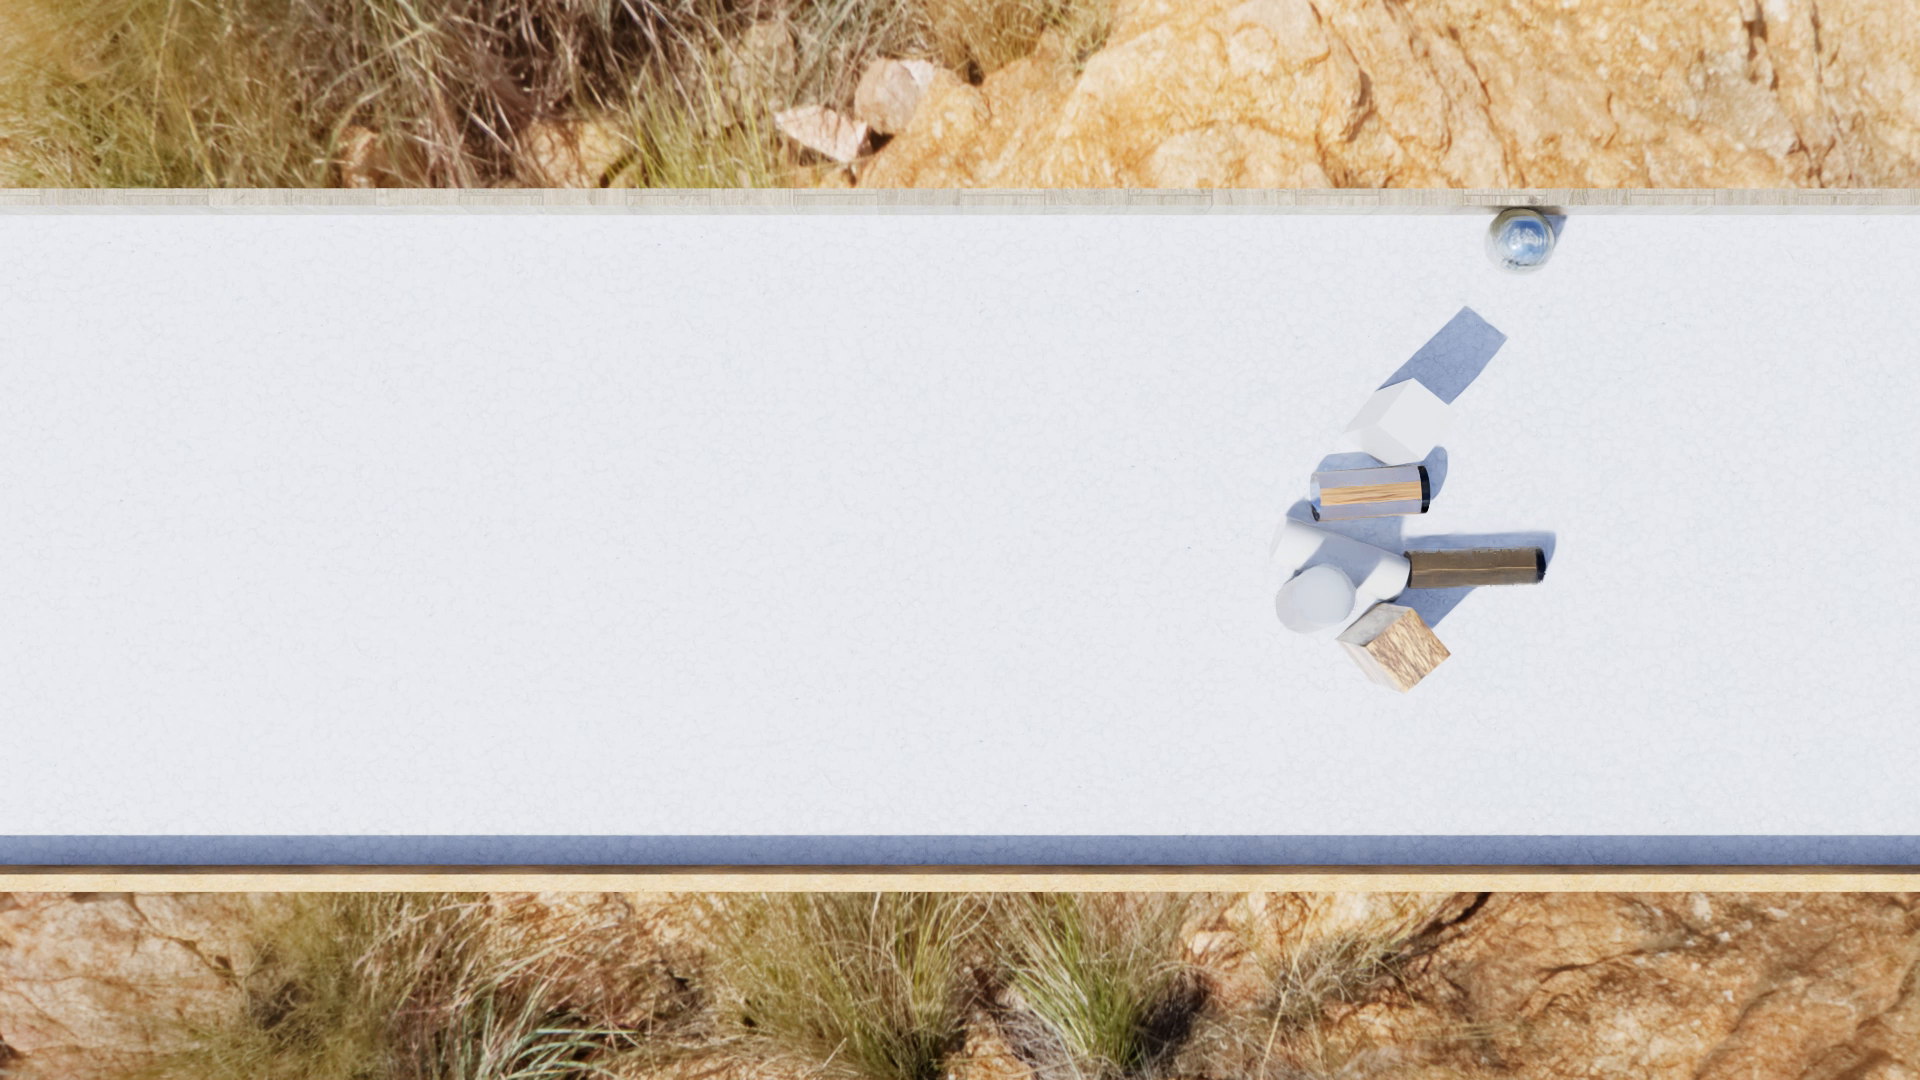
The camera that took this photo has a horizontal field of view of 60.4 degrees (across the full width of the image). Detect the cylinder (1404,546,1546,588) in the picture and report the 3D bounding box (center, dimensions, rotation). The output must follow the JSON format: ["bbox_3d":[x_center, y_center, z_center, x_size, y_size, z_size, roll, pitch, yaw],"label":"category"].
[{"bbox_3d":[1.561,0.081,5.019,0.401,0.116,0.116,-2,90,0],"label":"cylinder"}]

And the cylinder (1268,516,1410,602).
[{"bbox_3d":[1.149,0.058,5.005,0.395,0.143,0.143,19,90,0],"label":"cylinder"}]

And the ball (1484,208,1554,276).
[{"bbox_3d":[1.684,-0.899,4.975,0.202,0.202,0.202,0,90,0],"label":"ball"}]

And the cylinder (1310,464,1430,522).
[{"bbox_3d":[1.241,-0.143,5.001,0.328,0.152,0.152,-4,90,1],"label":"cylinder"}]

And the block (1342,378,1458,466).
[{"bbox_3d":[1.290,-0.340,4.861,0.165,0.431,0.165,38,90,0],"label":"block"}]

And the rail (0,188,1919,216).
[{"bbox_3d":[-2.247,-1.025,5.002,12.000,0.150,0.050,0,90,0],"label":"rail"}]

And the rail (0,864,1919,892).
[{"bbox_3d":[-2.247,1.025,5.001,12.000,0.150,0.050,0,90,0],"label":"rail"}]

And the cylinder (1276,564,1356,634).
[{"bbox_3d":[1.048,0.179,4.881,0.175,0.372,0.175,0,83,2],"label":"cylinder"}]

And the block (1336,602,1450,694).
[{"bbox_3d":[1.277,0.316,4.885,0.174,0.382,0.174,-40,90,0],"label":"block"}]
